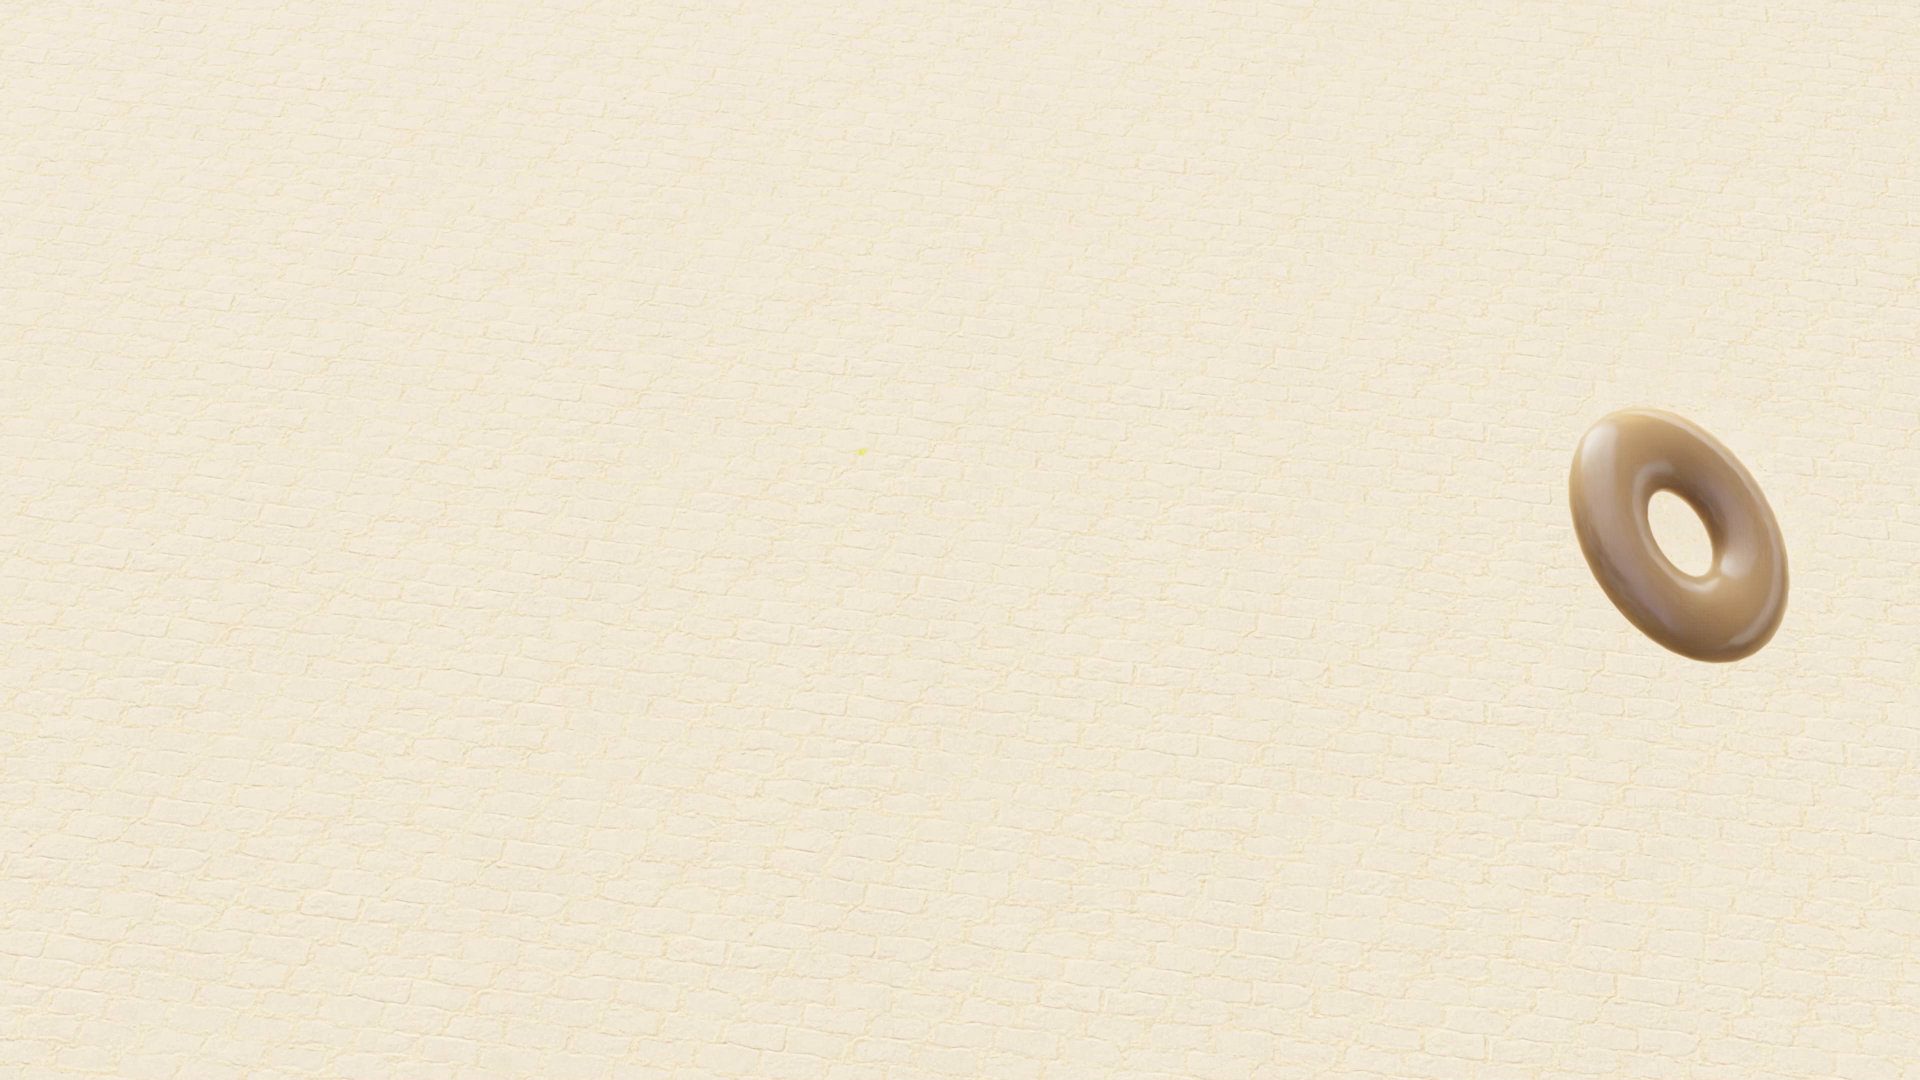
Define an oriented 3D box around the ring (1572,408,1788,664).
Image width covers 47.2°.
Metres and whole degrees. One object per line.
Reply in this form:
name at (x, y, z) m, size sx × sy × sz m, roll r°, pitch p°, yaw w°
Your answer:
ring at (1.044, -0.009, 3.186) m, size 0.349 × 0.075 × 0.407 m, roll -38°, pitch 90°, yaw -29°
